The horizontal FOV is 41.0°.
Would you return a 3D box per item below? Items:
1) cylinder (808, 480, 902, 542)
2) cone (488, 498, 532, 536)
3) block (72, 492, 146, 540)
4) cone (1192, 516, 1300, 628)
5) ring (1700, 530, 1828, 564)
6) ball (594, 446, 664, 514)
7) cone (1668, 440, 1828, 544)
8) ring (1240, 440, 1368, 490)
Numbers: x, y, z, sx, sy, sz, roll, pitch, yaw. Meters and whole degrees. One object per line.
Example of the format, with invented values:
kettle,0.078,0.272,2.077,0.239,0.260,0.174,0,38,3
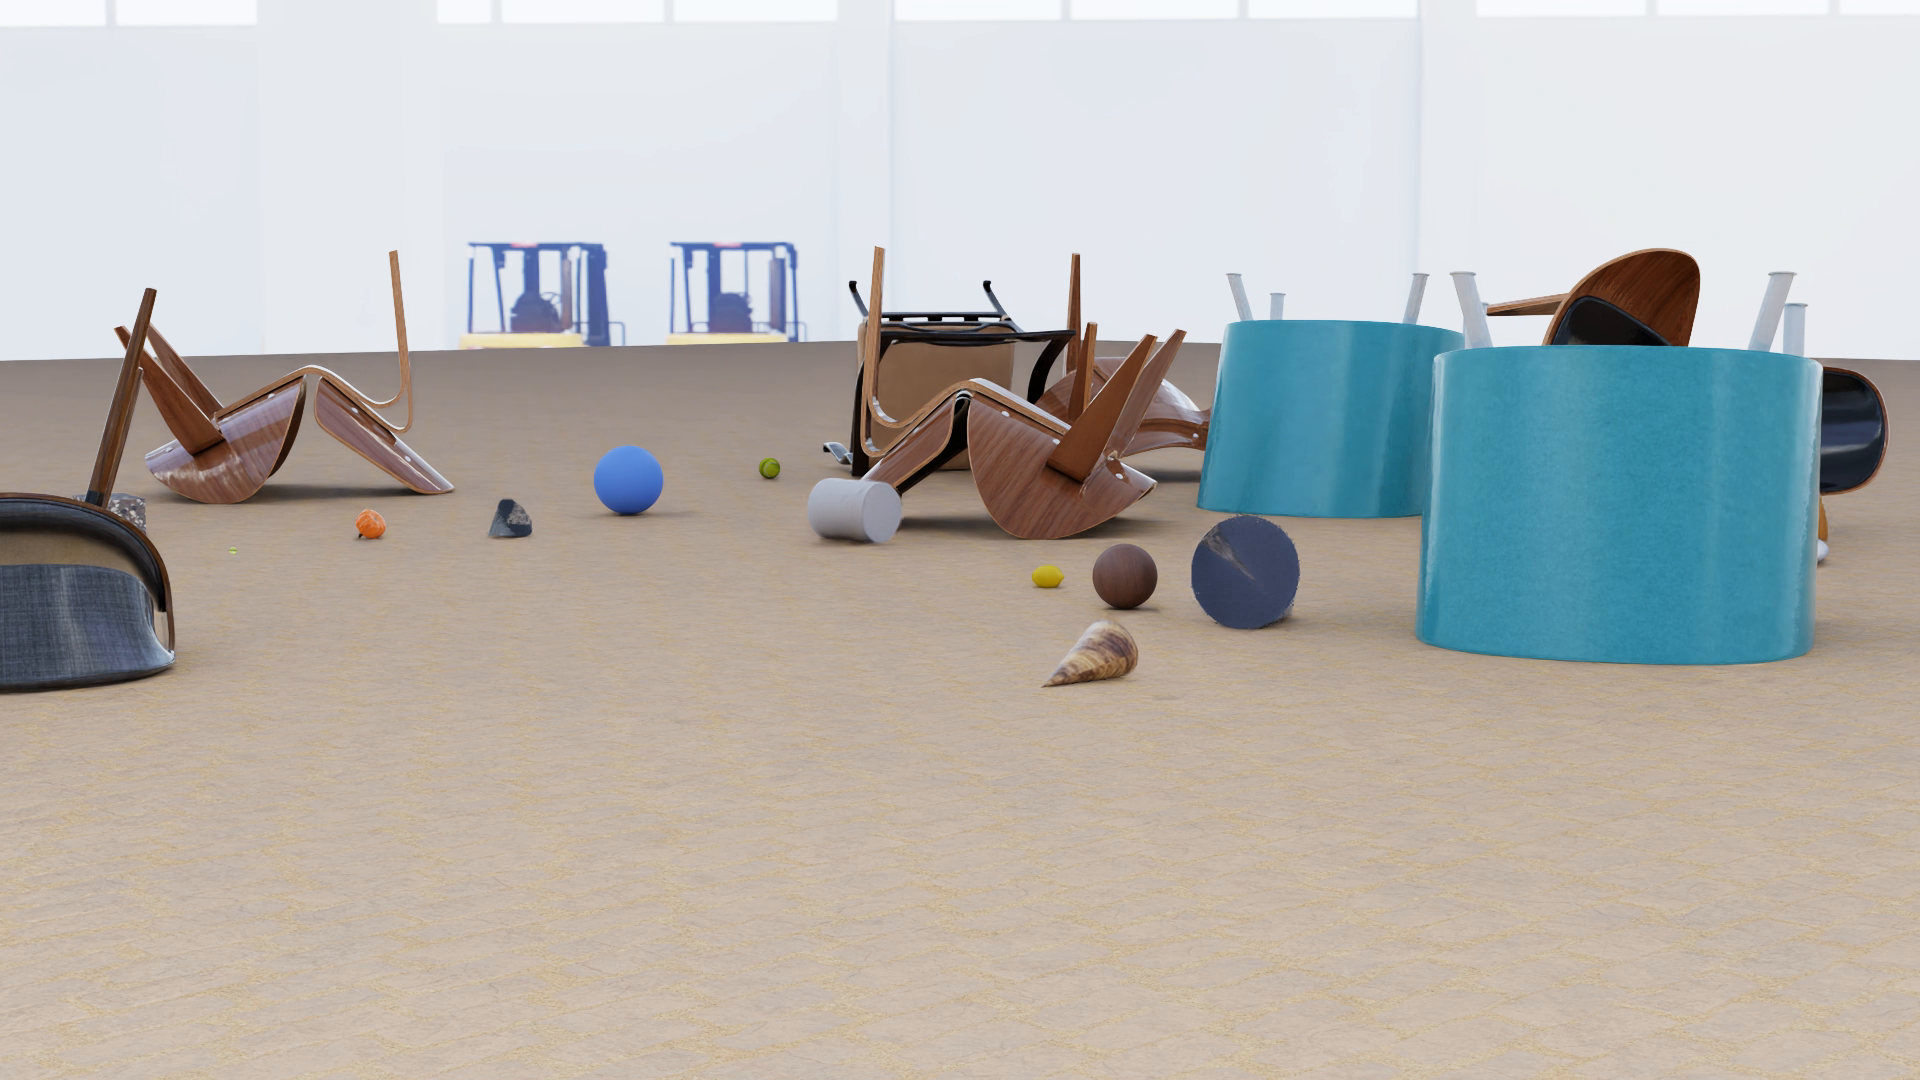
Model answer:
cylinder,-0.263,-0.073,6.384,0.175,0.150,0.155,5,-6,38
cone,-1.162,-0.034,6.506,0.094,0.109,0.128,-31,-22,21
block,-2.161,-0.060,6.515,0.127,0.099,0.209,-4,7,-32
cone,0.591,0.102,4.924,0.231,0.211,0.242,37,15,-53
ring,1.869,0.017,5.970,0.272,0.059,0.347,0,5,-9
ball,-0.916,-0.166,7.087,0.192,0.192,0.192,0,6,0
cone,1.894,-0.052,6.286,0.348,0.276,0.320,-22,-4,3
ring,1.075,-0.235,8.009,0.399,0.142,0.413,2,5,12
